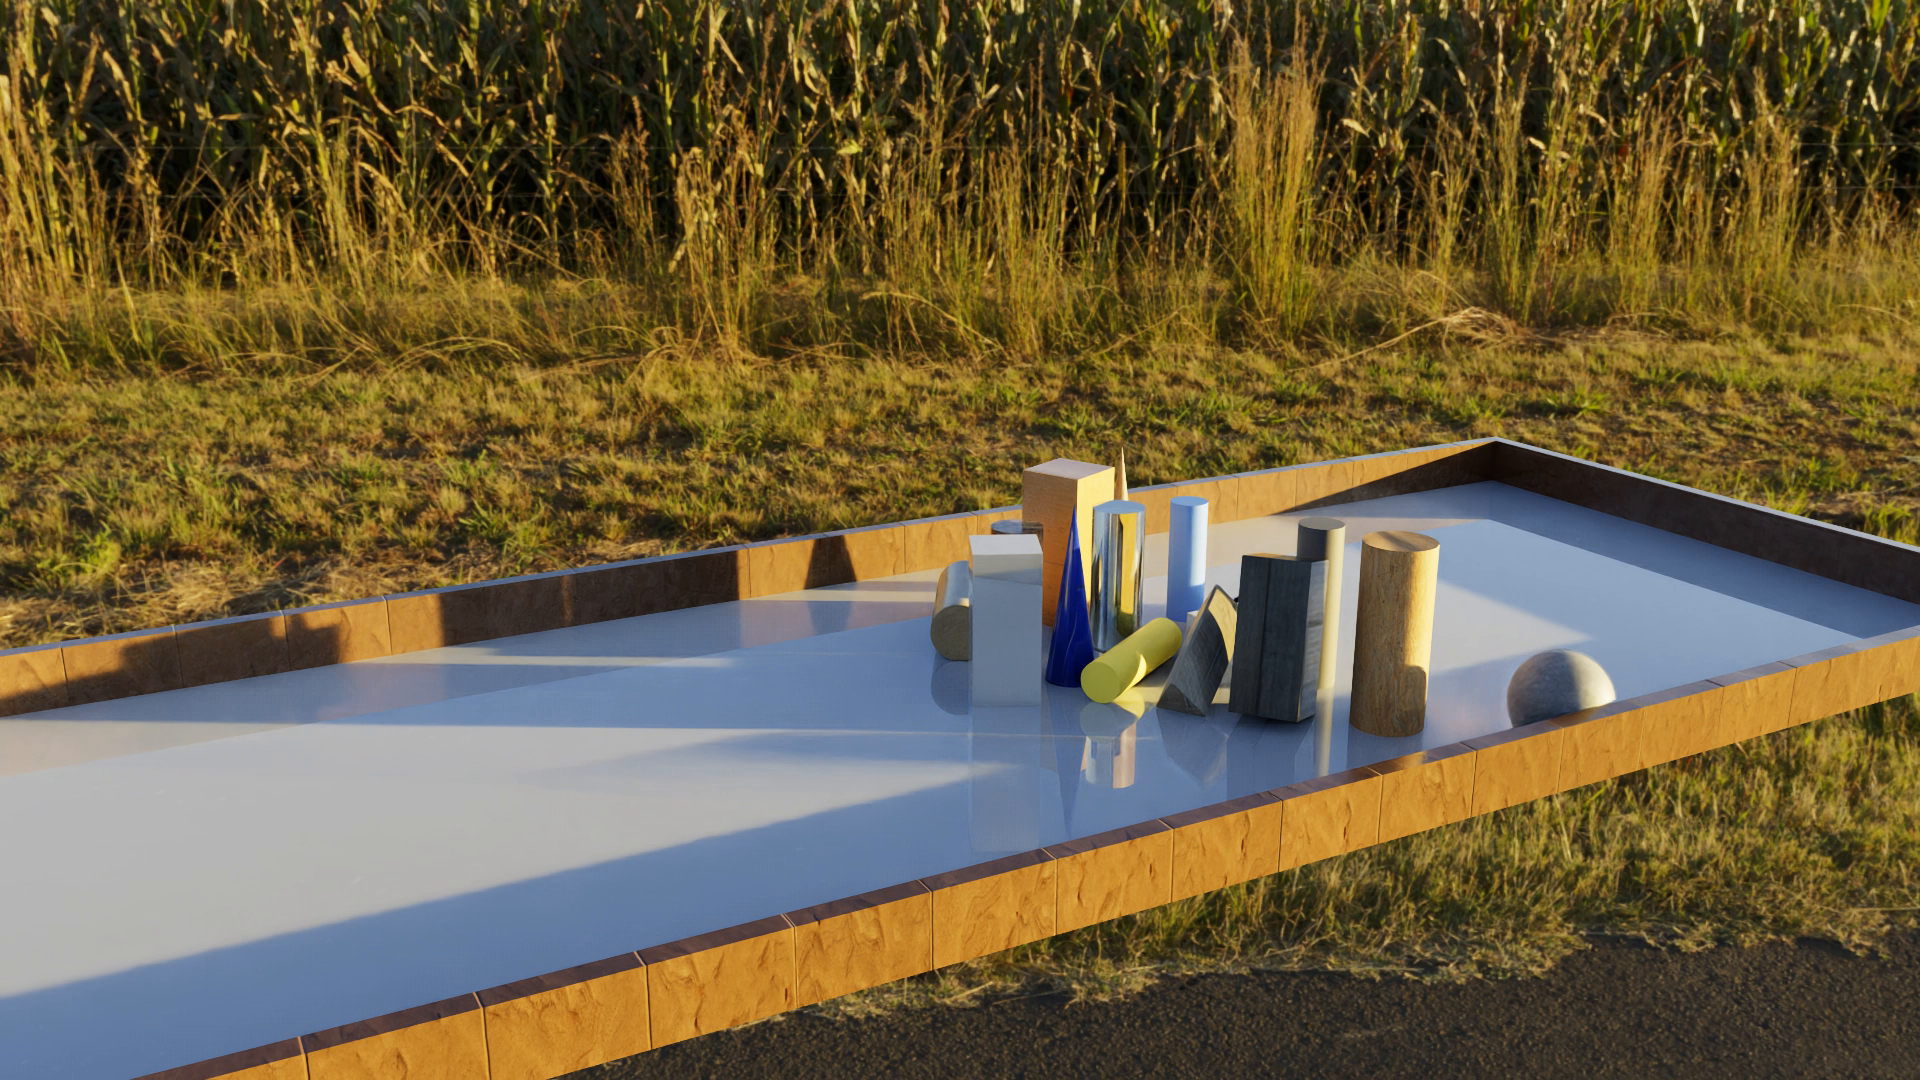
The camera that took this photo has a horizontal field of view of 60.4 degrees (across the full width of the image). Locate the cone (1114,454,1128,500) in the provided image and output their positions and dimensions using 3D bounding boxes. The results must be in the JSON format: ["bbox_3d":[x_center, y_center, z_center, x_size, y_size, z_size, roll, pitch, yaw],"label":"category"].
[{"bbox_3d":[0.467,-0.064,4.808,0.117,0.431,0.117,0,16,0],"label":"cone"}]

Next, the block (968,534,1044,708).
[{"bbox_3d":[0.108,0.195,4.009,0.166,0.385,0.166,-1,16,-3],"label":"block"}]

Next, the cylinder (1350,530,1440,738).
[{"bbox_3d":[1.005,0.217,3.825,0.171,0.447,0.171,0,16,0],"label":"cylinder"}]

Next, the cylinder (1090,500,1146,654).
[{"bbox_3d":[0.413,0.098,4.343,0.139,0.383,0.139,0,16,0],"label":"cylinder"}]

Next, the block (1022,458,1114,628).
[{"bbox_3d":[0.296,0.011,4.557,0.180,0.429,0.180,12,20,36],"label":"block"}]

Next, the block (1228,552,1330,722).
[{"bbox_3d":[0.751,0.224,3.880,0.164,0.369,0.164,6,4,26],"label":"block"}]

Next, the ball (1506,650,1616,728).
[{"bbox_3d":[1.348,0.364,3.704,0.233,0.233,0.233,0,16,0],"label":"ball"}]

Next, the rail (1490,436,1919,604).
[{"bbox_3d":[2.466,-0.048,5.253,0.050,0.150,2.100,-9,18,-27],"label":"rail"}]

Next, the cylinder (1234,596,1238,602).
[{"bbox_3d":[0.880,0.171,4.533,0.135,0.135,0.342,12,20,36],"label":"cylinder"}]

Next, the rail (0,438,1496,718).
[{"bbox_3d":[-3.305,0.497,3.399,12.000,0.150,0.050,-9,18,-27],"label":"rail"}]

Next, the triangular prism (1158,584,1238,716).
[{"bbox_3d":[0.579,0.260,3.992,0.128,0.111,0.313,9,52,29],"label":"triangular prism"}]

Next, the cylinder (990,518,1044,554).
[{"bbox_3d":[0.150,0.117,4.389,0.139,0.321,0.139,0,16,0],"label":"cylinder"}]

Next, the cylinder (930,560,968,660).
[{"bbox_3d":[0.006,0.186,4.453,0.152,0.152,0.394,1,16,2],"label":"cylinder"}]

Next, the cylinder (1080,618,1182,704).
[{"bbox_3d":[0.436,0.299,4.149,0.106,0.106,0.380,9,19,29],"label":"cylinder"}]

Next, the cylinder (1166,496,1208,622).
[{"bbox_3d":[0.630,0.053,4.580,0.103,0.335,0.103,0,16,0],"label":"cylinder"}]

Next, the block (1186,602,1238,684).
[{"bbox_3d":[0.753,0.251,4.241,0.315,0.146,0.146,-9,19,-28],"label":"block"}]

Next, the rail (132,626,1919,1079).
[{"bbox_3d":[-2.336,1.006,1.665,12.000,0.150,0.050,-9,18,-27],"label":"rail"}]

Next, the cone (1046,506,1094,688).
[{"bbox_3d":[0.281,0.130,4.103,0.132,0.457,0.132,0,16,0],"label":"cone"}]

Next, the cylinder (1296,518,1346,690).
[{"bbox_3d":[0.884,0.157,4.089,0.113,0.412,0.113,0,16,0],"label":"cylinder"}]
